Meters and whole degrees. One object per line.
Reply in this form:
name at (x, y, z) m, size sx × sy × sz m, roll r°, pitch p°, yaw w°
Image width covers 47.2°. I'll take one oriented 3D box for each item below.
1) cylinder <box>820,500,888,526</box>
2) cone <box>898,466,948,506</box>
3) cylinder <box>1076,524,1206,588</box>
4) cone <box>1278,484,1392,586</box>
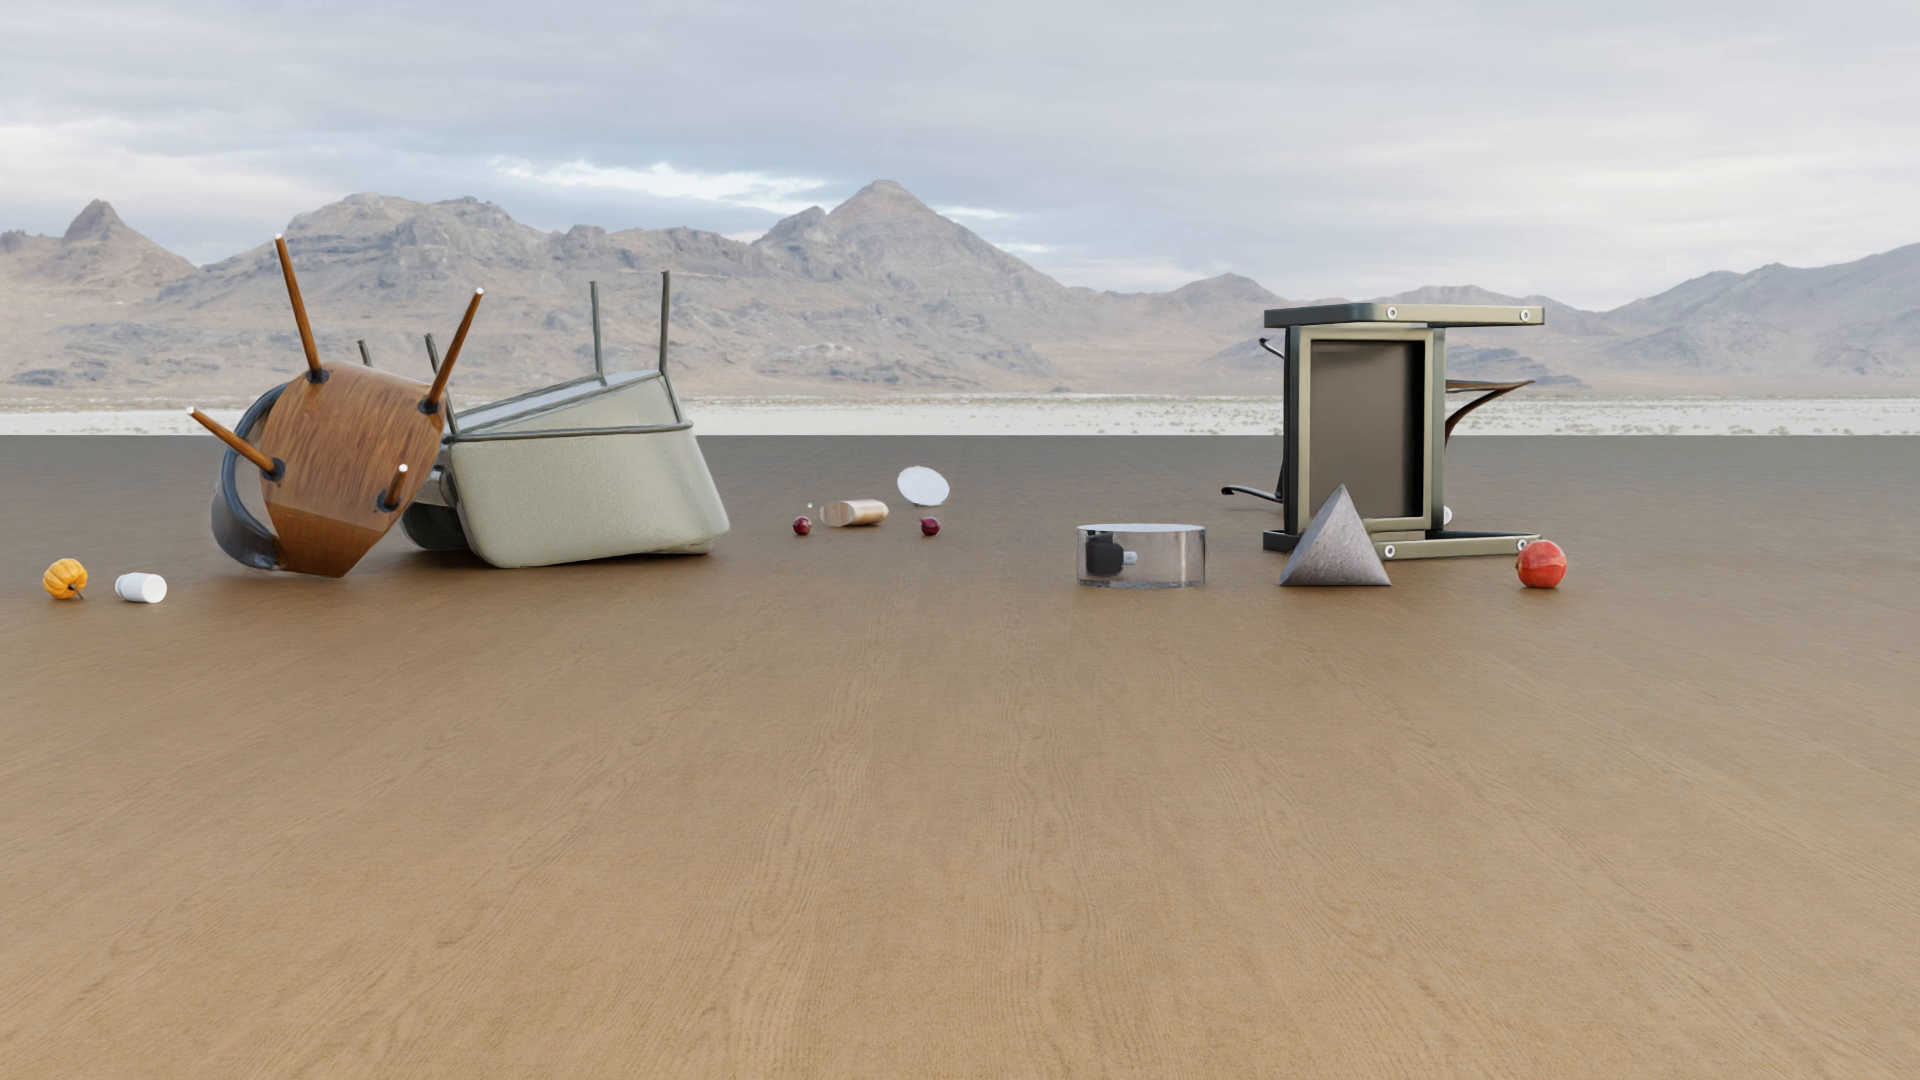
cylinder at (-0.350, -0.090, 7.245) m, size 0.176 × 0.083 × 0.151 m, roll 0°, pitch 3°, yaw 45°
cone at (-0.160, -0.175, 8.548) m, size 0.208 × 0.193 × 0.117 m, roll -2°, pitch -35°, yaw -22°
cylinder at (0.420, 0.035, 5.093) m, size 0.300 × 0.129 × 0.295 m, roll -3°, pitch 5°, yaw -41°
cone at (0.894, 0.046, 5.022) m, size 0.219 × 0.273 × 0.314 m, roll 32°, pitch 2°, yaw 2°
